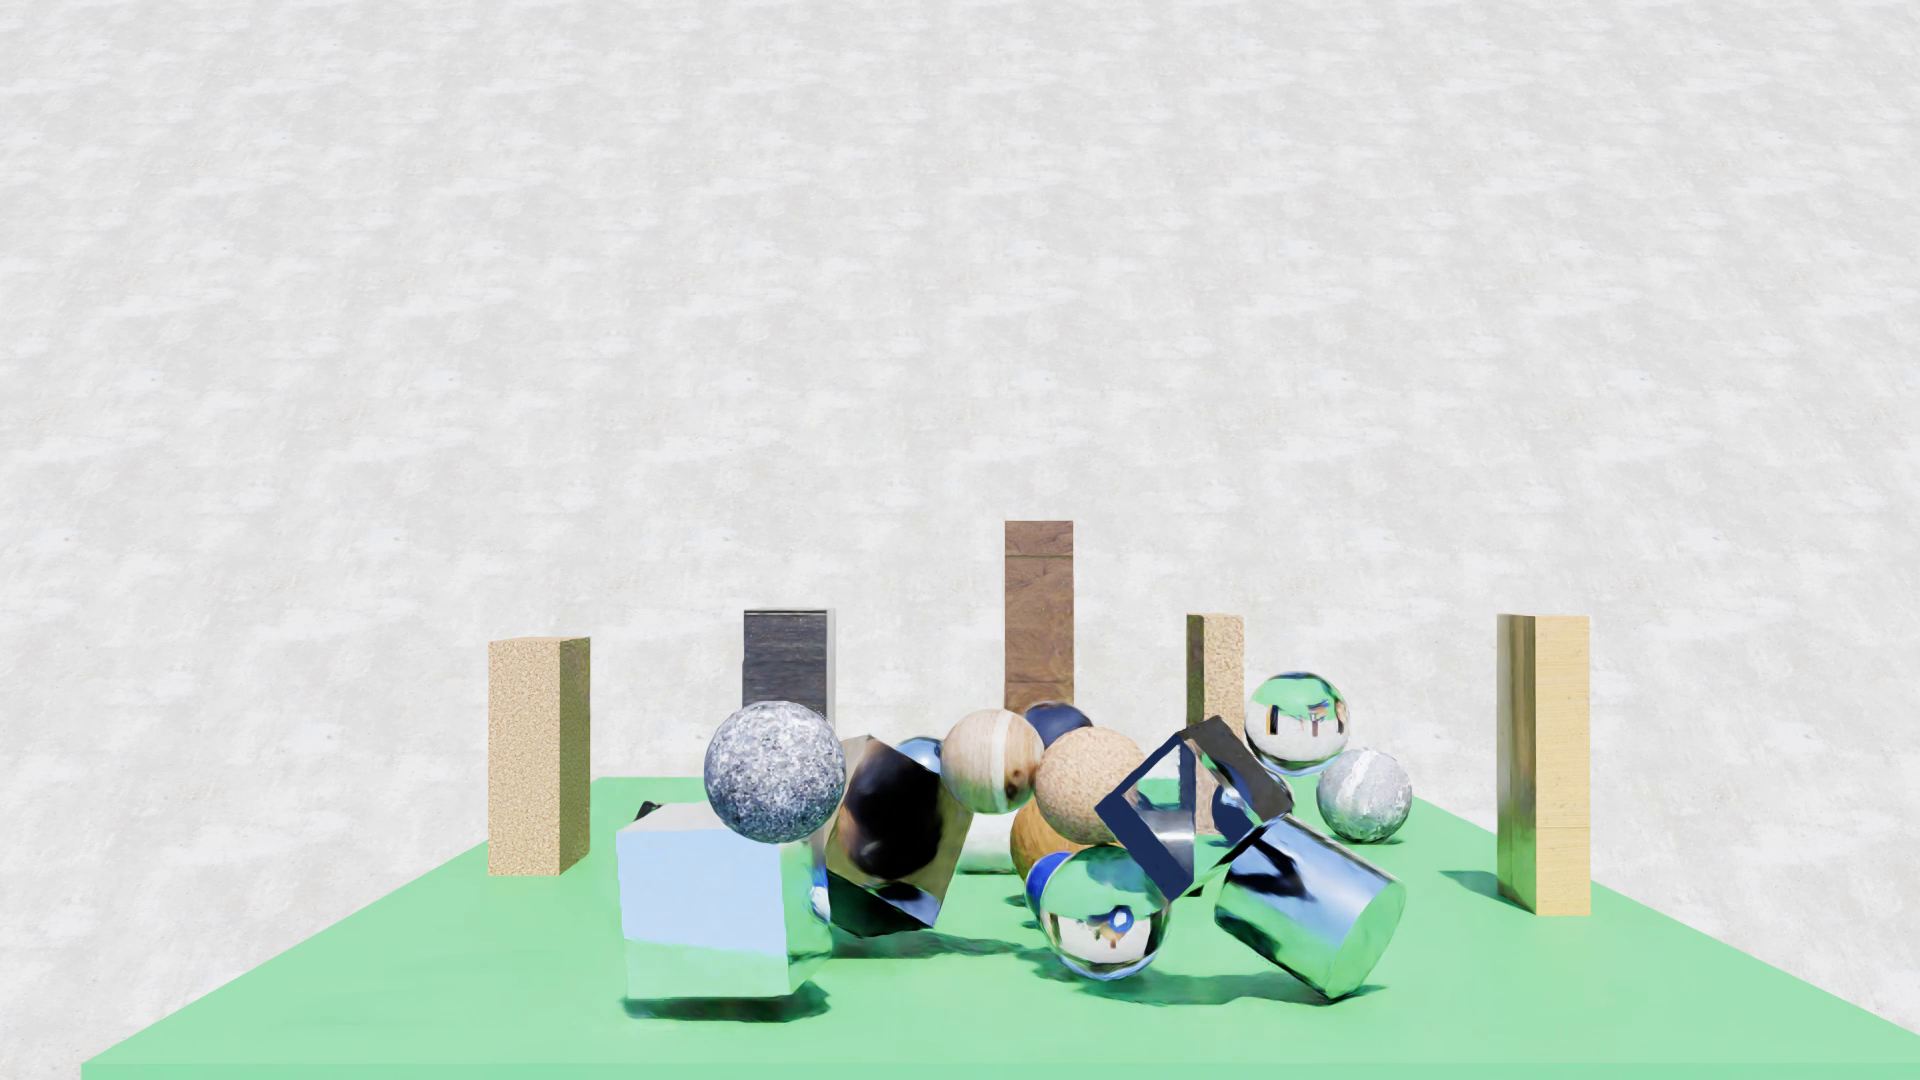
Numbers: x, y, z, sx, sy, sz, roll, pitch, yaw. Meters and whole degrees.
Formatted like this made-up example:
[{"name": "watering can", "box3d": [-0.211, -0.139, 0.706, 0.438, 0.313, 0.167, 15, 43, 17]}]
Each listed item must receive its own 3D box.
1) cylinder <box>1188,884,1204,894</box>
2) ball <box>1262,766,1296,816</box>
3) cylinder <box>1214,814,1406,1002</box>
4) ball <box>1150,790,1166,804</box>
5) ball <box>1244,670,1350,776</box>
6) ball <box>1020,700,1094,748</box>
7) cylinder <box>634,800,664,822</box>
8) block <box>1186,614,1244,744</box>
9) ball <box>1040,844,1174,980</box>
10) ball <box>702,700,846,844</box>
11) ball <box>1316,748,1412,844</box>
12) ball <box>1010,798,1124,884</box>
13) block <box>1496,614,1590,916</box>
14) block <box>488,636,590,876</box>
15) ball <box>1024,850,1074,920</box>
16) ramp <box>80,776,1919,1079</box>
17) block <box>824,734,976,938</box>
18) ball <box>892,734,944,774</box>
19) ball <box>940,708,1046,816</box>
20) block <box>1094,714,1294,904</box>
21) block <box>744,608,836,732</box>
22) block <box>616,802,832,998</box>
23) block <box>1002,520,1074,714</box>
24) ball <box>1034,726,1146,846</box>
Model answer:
[{"name": "cylinder", "box3d": [0.320, 0.502, 4.215, 0.144, 0.144, 0.144, 0, 32, 0]}, {"name": "ball", "box3d": [0.578, 0.513, 5.039, 0.147, 0.147, 0.147, 0, 32, 0]}, {"name": "cylinder", "box3d": [0.427, 0.445, 3.158, 0.167, 0.167, 0.167, 30, 43, 29]}, {"name": "ball", "box3d": [0.280, 0.494, 4.502, 0.169, 0.169, 0.169, 0, 32, 0]}, {"name": "ball", "box3d": [0.395, 0.215, 3.037, 0.125, 0.125, 0.125, 0, 32, 0]}, {"name": "ball", "box3d": [0.185, 0.403, 5.100, 0.177, 0.177, 0.177, 0, 32, 0]}, {"name": "cylinder", "box3d": [-0.483, 0.509, 4.381, 0.117, 0.117, 0.117, 10, 34, 11]}, {"name": "block", "box3d": [0.538, 0.376, 5.486, 0.080, 0.435, 0.415, 0, -1, 0]}, {"name": "ball", "box3d": [0.186, 0.475, 3.308, 0.171, 0.171, 0.171, 0, 32, 0]}, {"name": "ball", "box3d": [-0.206, 0.258, 2.883, 0.160, 0.160, 0.160, 0, 32, 0]}, {"name": "ball", "box3d": [0.782, 0.494, 5.014, 0.185, 0.185, 0.185, 0, 32, 0]}, {"name": "ball", "box3d": [0.177, 0.472, 4.046, 0.200, 0.200, 0.200, 0, 32, 0]}, {"name": "block", "box3d": [0.916, 0.345, 4.082, 0.082, 0.454, 0.288, 0, -1, 0]}, {"name": "block", "box3d": [-0.752, 0.380, 4.660, 0.123, 0.403, 0.377, 0, -1, 0]}, {"name": "ball", "box3d": [0.151, 0.512, 3.791, 0.113, 0.113, 0.113, 0, 32, 0]}, {"name": "ramp", "box3d": [0.072, 0.632, 4.733, 2.000, 0.100, 4.000, 0, -1, 0]}, {"name": "block", "box3d": [-0.131, 0.408, 3.546, 0.194, 0.194, 0.194, -20, 43, 55]}, {"name": "ball", "box3d": [-0.076, 0.496, 5.327, 0.191, 0.191, 0.191, 0, 32, 0]}, {"name": "ball", "box3d": [0.043, 0.292, 3.413, 0.141, 0.141, 0.141, 0, 32, 0]}, {"name": "block", "box3d": [0.277, 0.316, 3.062, 0.143, 0.143, 0.143, 50, 22, 13]}, {"name": "block", "box3d": [-0.256, 0.337, 3.935, 0.123, 0.466, 0.287, 0, -1, 0]}, {"name": "block", "box3d": [-0.276, 0.421, 3.066, 0.194, 0.194, 0.194, -3, 4, 12]}, {"name": "block", "box3d": [0.158, 0.278, 5.377, 0.138, 0.628, 0.373, 0, -1, 0]}, {"name": "ball", "box3d": [0.172, 0.317, 3.345, 0.154, 0.154, 0.154, 0, 32, 0]}]
